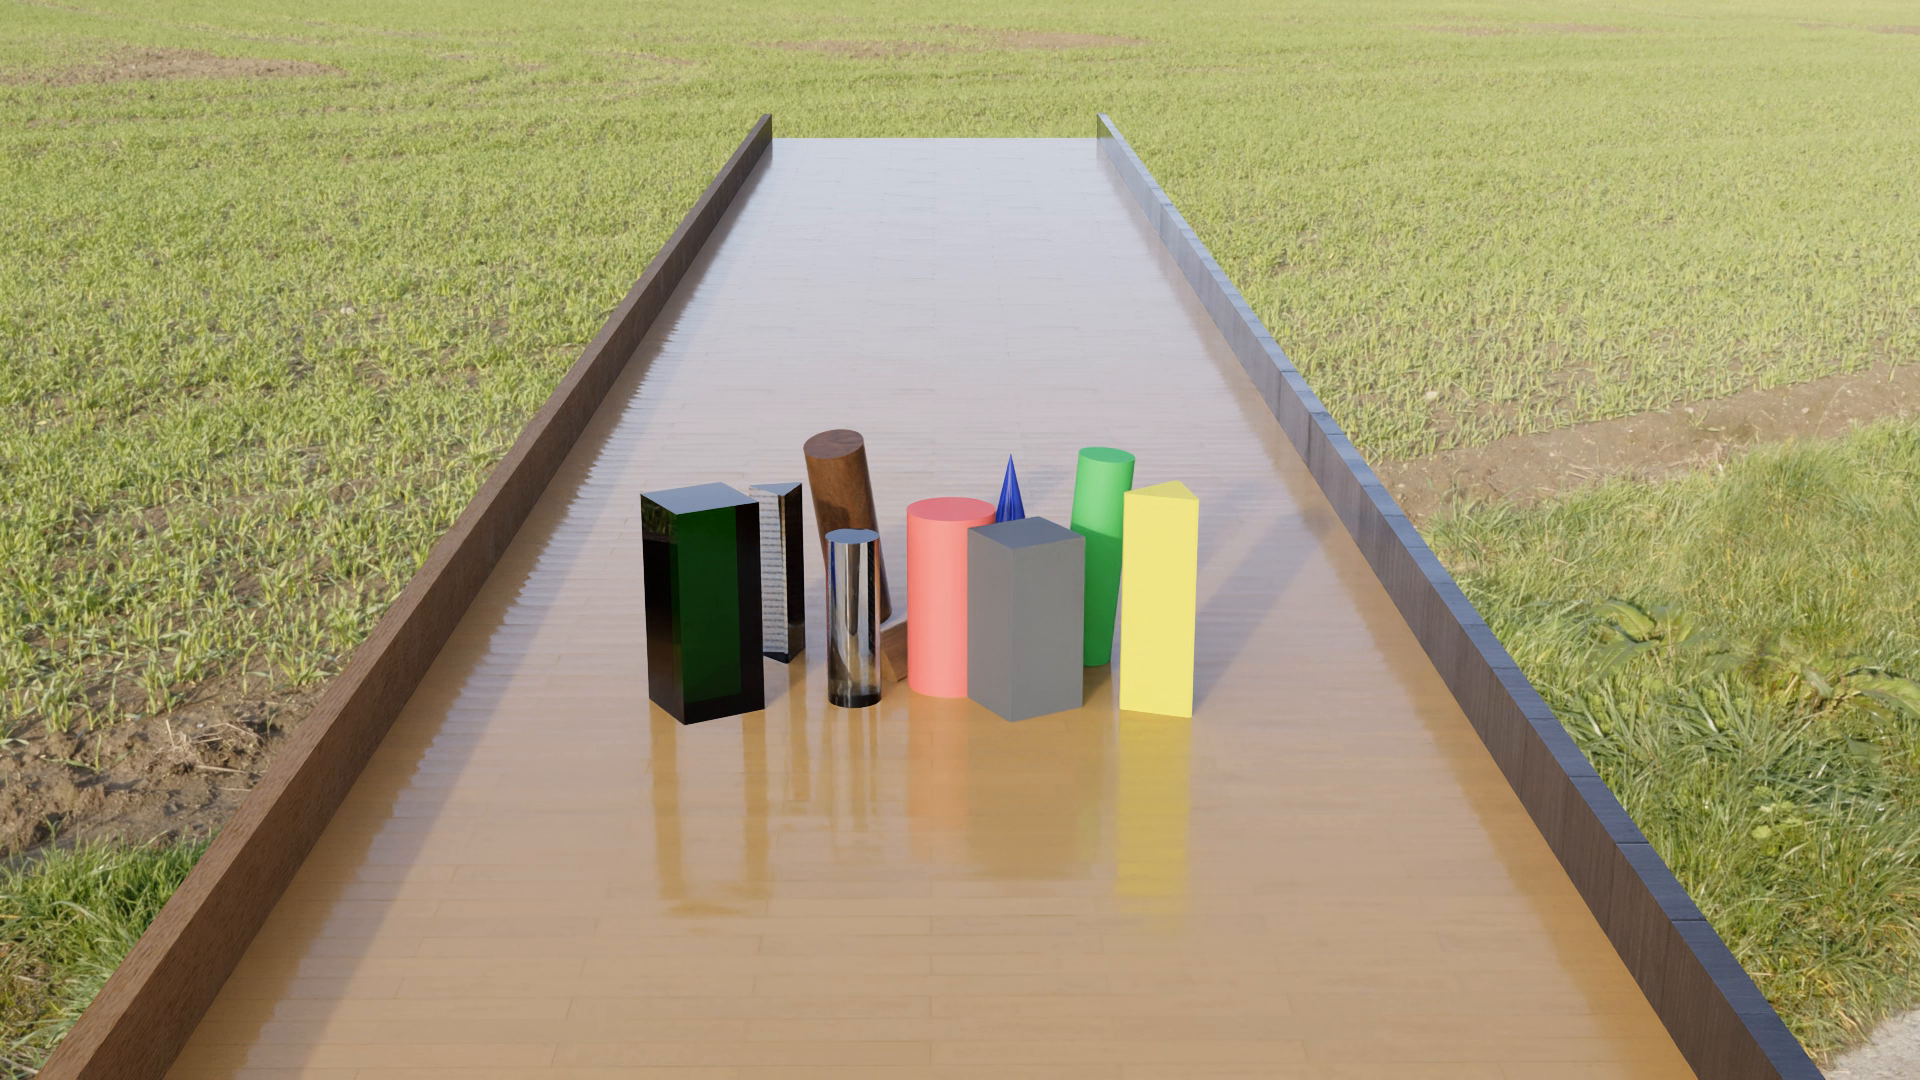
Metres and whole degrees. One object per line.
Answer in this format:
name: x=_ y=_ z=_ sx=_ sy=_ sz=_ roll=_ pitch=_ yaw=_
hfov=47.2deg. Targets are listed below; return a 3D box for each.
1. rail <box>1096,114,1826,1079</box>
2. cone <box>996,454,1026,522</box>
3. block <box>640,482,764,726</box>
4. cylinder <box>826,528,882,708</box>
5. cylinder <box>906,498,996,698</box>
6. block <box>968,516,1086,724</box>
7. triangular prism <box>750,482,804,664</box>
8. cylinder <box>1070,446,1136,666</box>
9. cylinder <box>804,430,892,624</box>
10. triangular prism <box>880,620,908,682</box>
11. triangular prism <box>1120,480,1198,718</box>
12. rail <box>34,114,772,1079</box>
rail: x=0.932 y=-0.844 z=7.801 sx=0.050 sy=0.150 sz=12.000 roll=0 pitch=17 yaw=-1
cone: x=0.107 y=-0.018 z=4.676 sx=0.160 sy=0.348 sz=0.160 roll=0 pitch=17 yaw=0
block: x=-0.482 y=0.117 z=4.122 sx=0.165 sy=0.406 sz=0.165 roll=-10 pitch=19 yaw=-29
cylinder: x=-0.202 y=0.148 z=4.160 sx=0.102 sy=0.325 sz=0.102 roll=0 pitch=17 yaw=0
cylinder: x=-0.017 y=0.109 z=4.242 sx=0.171 sy=0.352 sz=0.171 roll=0 pitch=17 yaw=0
block: x=0.123 y=0.147 z=4.139 sx=0.159 sy=0.338 sz=0.159 roll=-10 pitch=19 yaw=-29
triangular prism: x=-0.350 y=0.061 z=4.411 sx=0.091 sy=0.349 sz=0.105 roll=-15 pitch=22 yaw=-42
cylinder: x=0.267 y=0.033 z=4.359 sx=0.111 sy=0.422 sz=0.111 roll=5 pitch=18 yaw=-2
cylinder: x=-0.230 y=-0.019 z=4.540 sx=0.124 sy=0.410 sz=0.124 roll=-6 pitch=30 yaw=4
triangular prism: x=-0.048 y=0.177 z=4.470 sx=0.101 sy=0.087 sz=0.416 roll=11 pitch=20 yaw=32
triangular prism: x=0.387 y=0.107 z=4.128 sx=0.138 sy=0.422 sz=0.120 roll=6 pitch=18 yaw=19
rail: x=-1.118 y=-0.838 z=7.780 sx=0.050 sy=0.150 sz=12.000 roll=0 pitch=17 yaw=-1
